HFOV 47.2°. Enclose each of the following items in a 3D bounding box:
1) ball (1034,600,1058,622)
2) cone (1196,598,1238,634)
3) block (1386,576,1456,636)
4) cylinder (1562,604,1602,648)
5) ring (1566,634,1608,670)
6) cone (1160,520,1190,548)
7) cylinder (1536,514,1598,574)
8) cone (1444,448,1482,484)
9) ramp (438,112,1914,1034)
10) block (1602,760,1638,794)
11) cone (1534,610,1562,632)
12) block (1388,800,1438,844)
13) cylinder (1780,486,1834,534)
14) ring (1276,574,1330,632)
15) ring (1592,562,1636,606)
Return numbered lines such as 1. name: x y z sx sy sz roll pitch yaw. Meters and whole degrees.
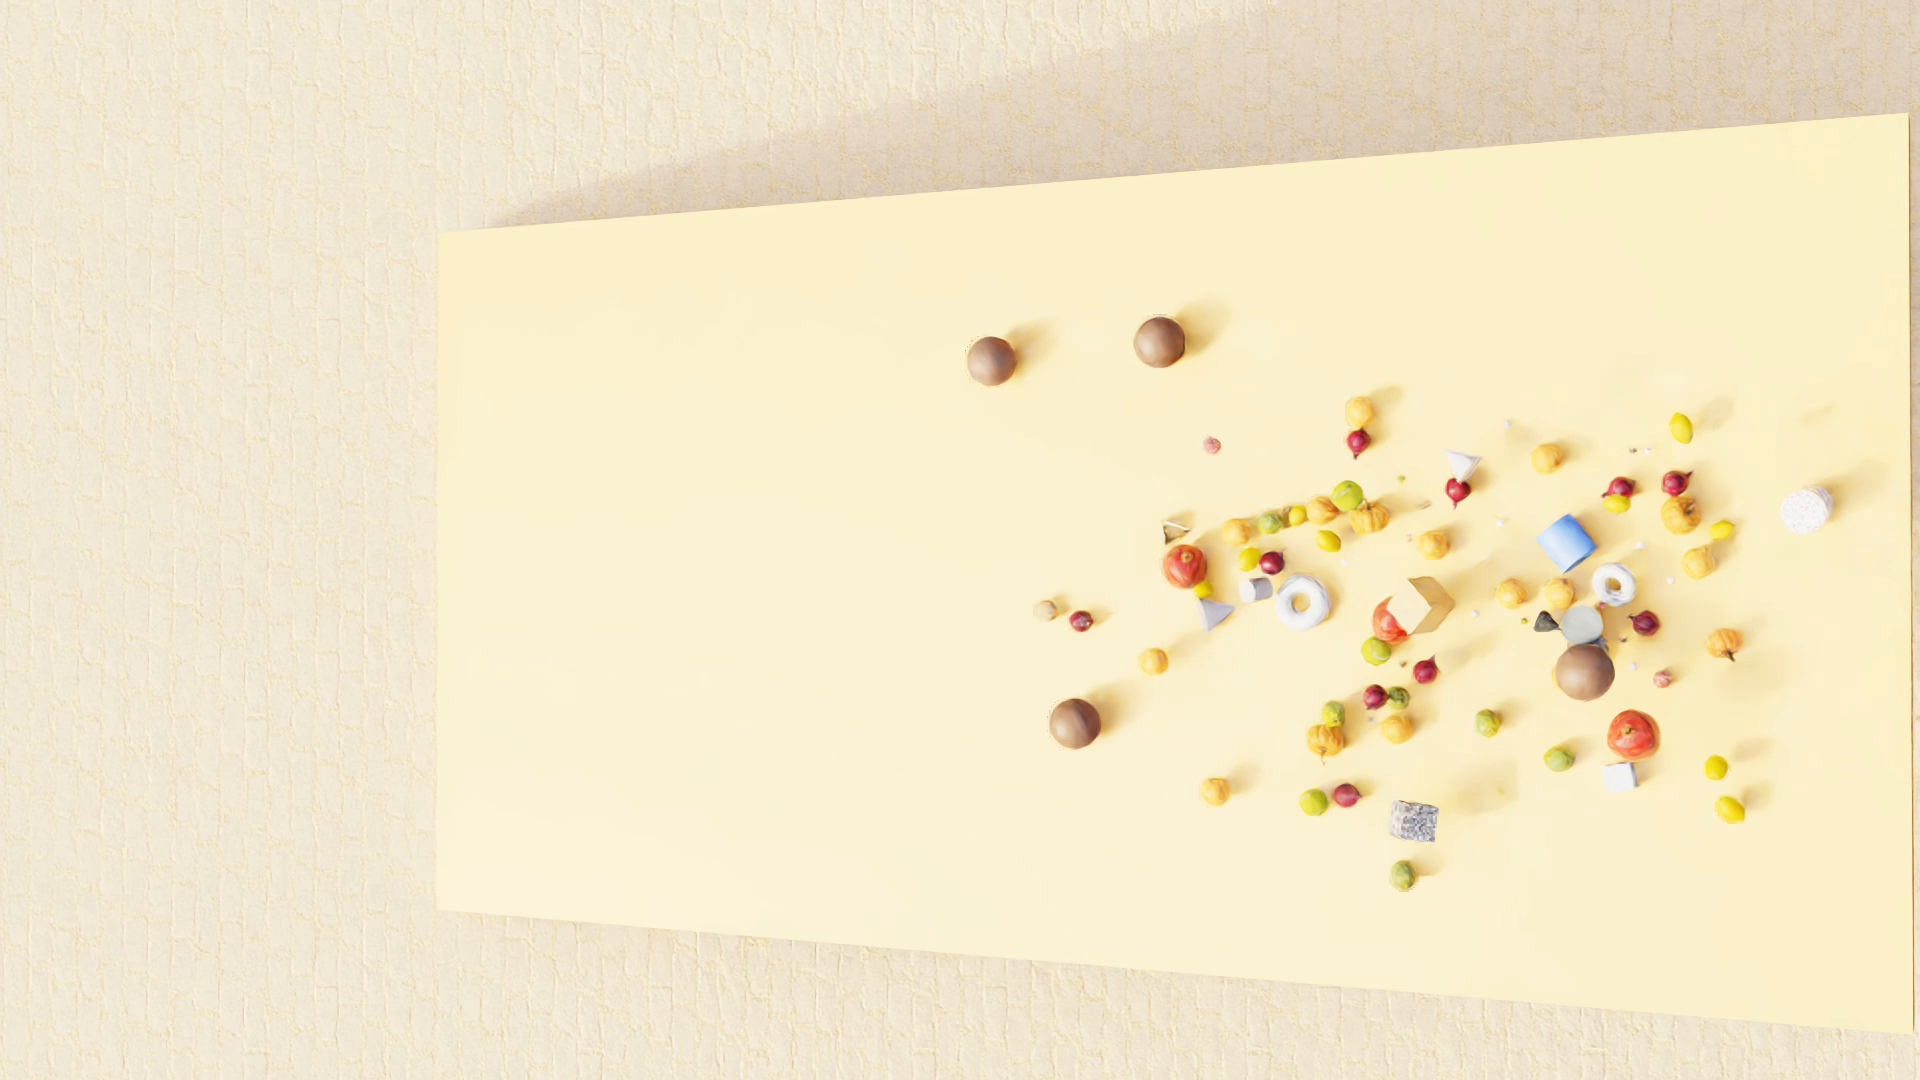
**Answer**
1. ball: 0.221 0.182 5.622 0.058 0.058 0.058 0 89 0
2. cone: 0.643 0.176 5.428 0.094 0.094 0.094 -15 89 -2
3. block: 1.066 0.151 5.085 0.093 0.093 0.093 55 131 31
4. cylinder: 1.411 0.197 4.991 0.090 0.090 0.090 -2 82 15
5. ring: 1.441 0.252 5.050 0.095 0.032 0.095 -2 85 27
6. cone: 0.540 -0.020 5.485 0.072 0.072 0.072 -6 89 -1
7. cylinder: 1.391 0.008 5.040 0.099 0.099 0.099 -36 74 0
8. cone: 1.151 -0.187 5.097 0.082 0.082 0.082 42 89 19
9. ramp: 0.281 0.081 5.682 4.000 0.100 2.000 0 89 26
10. block: 1.502 0.539 5.002 0.060 0.060 0.060 -13 84 25
11. cone: 1.361 0.197 5.062 0.057 0.057 0.057 26 89 37
12. block: 1.054 0.654 5.110 0.083 0.083 0.083 8 88 -8
13. cylinder: 1.852 -0.066 4.807 0.094 0.094 0.094 5 100 31
14. ring: 0.831 0.152 5.335 0.140 0.047 0.140 -2 86 29
15. ring: 1.487 0.100 4.995 0.035 0.106 0.106 -26 89 -43
